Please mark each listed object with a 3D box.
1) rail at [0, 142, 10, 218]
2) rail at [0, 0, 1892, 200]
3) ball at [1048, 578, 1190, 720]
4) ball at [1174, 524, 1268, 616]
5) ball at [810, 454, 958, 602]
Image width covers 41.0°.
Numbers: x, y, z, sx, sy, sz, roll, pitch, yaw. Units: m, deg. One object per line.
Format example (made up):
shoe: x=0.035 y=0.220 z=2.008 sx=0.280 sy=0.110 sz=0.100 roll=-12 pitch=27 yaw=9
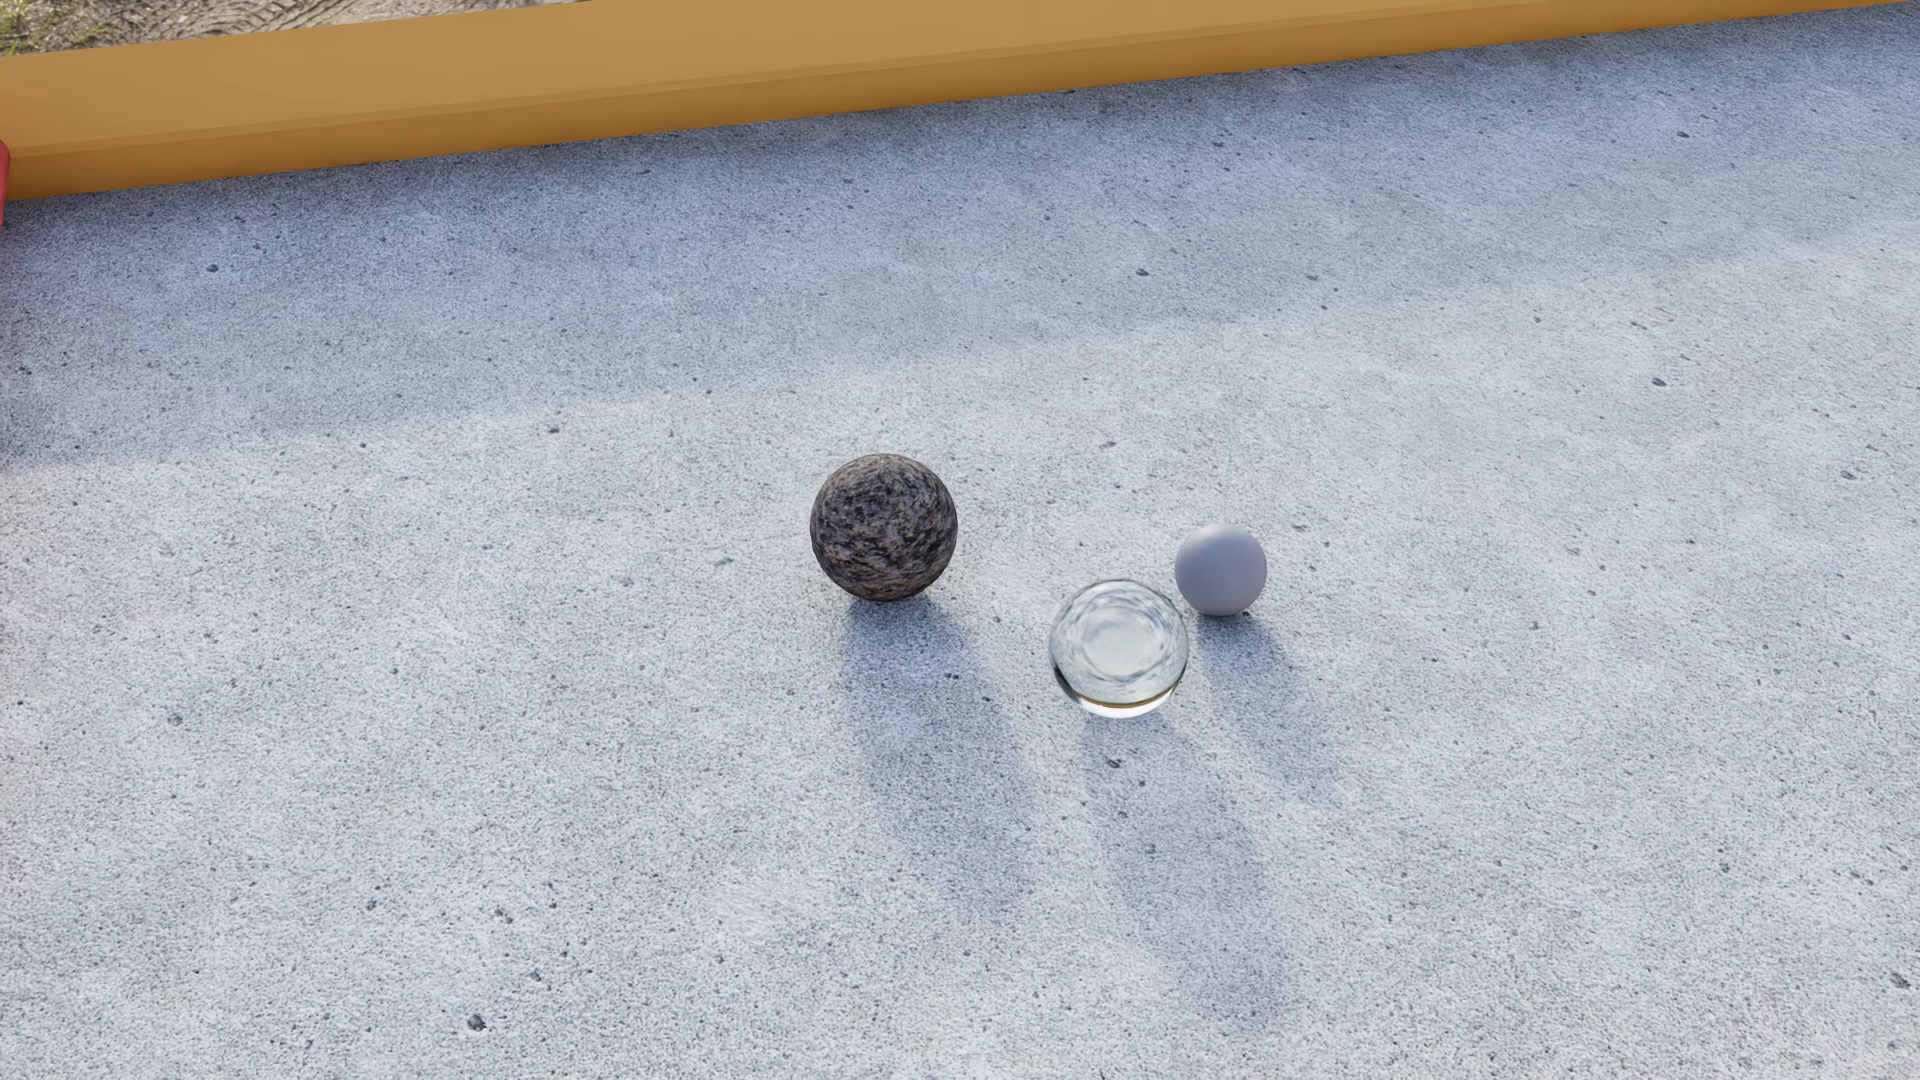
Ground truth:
rail: x=-0.617 y=0.067 z=1.494 sx=0.045 sy=0.122 sz=1.393 roll=-8 pitch=36 yaw=-11
rail: x=0.484 y=-0.487 z=2.271 sx=2.630 sy=0.122 sz=0.045 roll=-8 pitch=36 yaw=-11
ball: x=0.095 y=0.065 z=1.531 sx=0.085 sy=0.085 sz=0.085 roll=0 pitch=35 yaw=0
ball: x=0.164 y=0.019 z=1.618 sx=0.059 sy=0.059 sz=0.059 roll=0 pitch=35 yaw=0
ball: x=-0.048 y=-0.008 z=1.625 sx=0.094 sy=0.094 sz=0.094 roll=0 pitch=35 yaw=0
